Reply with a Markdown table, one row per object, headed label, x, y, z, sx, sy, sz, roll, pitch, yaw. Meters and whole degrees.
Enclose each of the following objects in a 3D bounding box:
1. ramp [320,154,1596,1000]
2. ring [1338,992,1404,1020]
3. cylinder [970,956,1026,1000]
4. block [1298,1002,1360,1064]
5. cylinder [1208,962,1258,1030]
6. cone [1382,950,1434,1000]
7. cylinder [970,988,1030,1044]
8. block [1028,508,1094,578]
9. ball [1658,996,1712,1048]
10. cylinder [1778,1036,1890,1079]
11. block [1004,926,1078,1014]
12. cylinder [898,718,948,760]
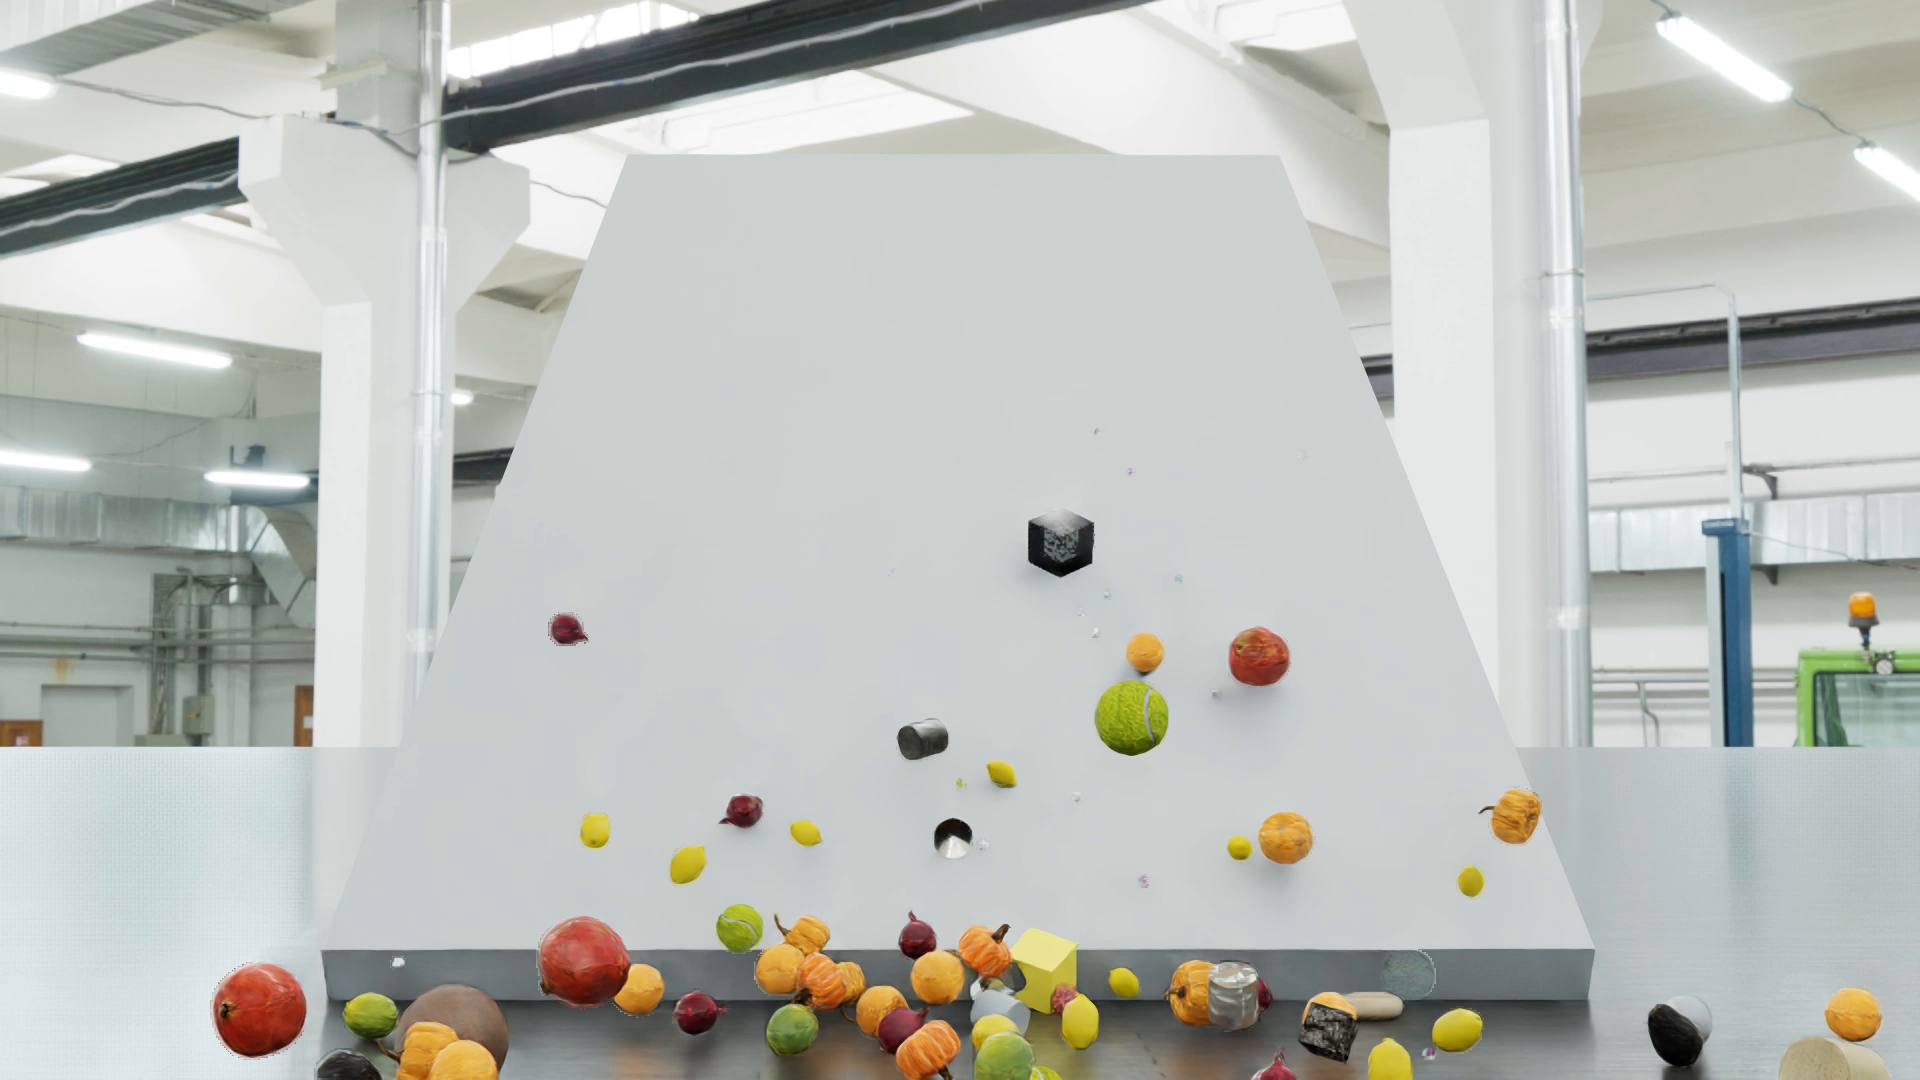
| label | x | y | z | sx | sy | sz | roll | pitch | yaw |
| --- | --- | --- | --- | --- | --- | --- | --- | --- | --- |
| ramp | -0.011 | -0.226 | 5.526 | 2.000 | 0.100 | 4.000 | 0 | 27 | 0 |
| ring | 0.610 | 0.694 | 3.531 | 0.098 | 0.033 | 0.098 | -2 | -2 | 0 |
| cylinder | 0.054 | 0.641 | 3.422 | 0.058 | 0.058 | 0.058 | 5 | -43 | -47 |
| block | 0.462 | 0.617 | 2.971 | 0.052 | 0.052 | 0.052 | 12 | -22 | 29 |
| cylinder | 0.349 | 0.582 | 3.033 | 0.062 | 0.062 | 0.062 | -2 | 22 | 1 |
| cone | 0.692 | 0.661 | 3.656 | 0.077 | 0.077 | 0.077 | -1 | 1 | 13 |
| cylinder | 0.054 | 0.644 | 3.214 | 0.057 | 0.057 | 0.057 | 15 | 6 | 41 |
| block | 0.207 | 0.004 | 4.865 | 0.094 | 0.094 | 0.094 | -22 | 35 | -37 |
| ball | 0.972 | 0.646 | 3.181 | 0.070 | 0.070 | 0.070 | 0 | -5 | 0 |
| cylinder | 0.906 | 0.559 | 2.459 | 0.080 | 0.080 | 0.080 | 18 | -14 | -36 |
| block | 0.123 | 0.656 | 3.612 | 0.081 | 0.081 | 0.081 | 16 | 32 | 26 |
| cylinder | -0.065 | 0.346 | 4.124 | 0.063 | 0.063 | 0.063 | -13 | 5 | -41 |
